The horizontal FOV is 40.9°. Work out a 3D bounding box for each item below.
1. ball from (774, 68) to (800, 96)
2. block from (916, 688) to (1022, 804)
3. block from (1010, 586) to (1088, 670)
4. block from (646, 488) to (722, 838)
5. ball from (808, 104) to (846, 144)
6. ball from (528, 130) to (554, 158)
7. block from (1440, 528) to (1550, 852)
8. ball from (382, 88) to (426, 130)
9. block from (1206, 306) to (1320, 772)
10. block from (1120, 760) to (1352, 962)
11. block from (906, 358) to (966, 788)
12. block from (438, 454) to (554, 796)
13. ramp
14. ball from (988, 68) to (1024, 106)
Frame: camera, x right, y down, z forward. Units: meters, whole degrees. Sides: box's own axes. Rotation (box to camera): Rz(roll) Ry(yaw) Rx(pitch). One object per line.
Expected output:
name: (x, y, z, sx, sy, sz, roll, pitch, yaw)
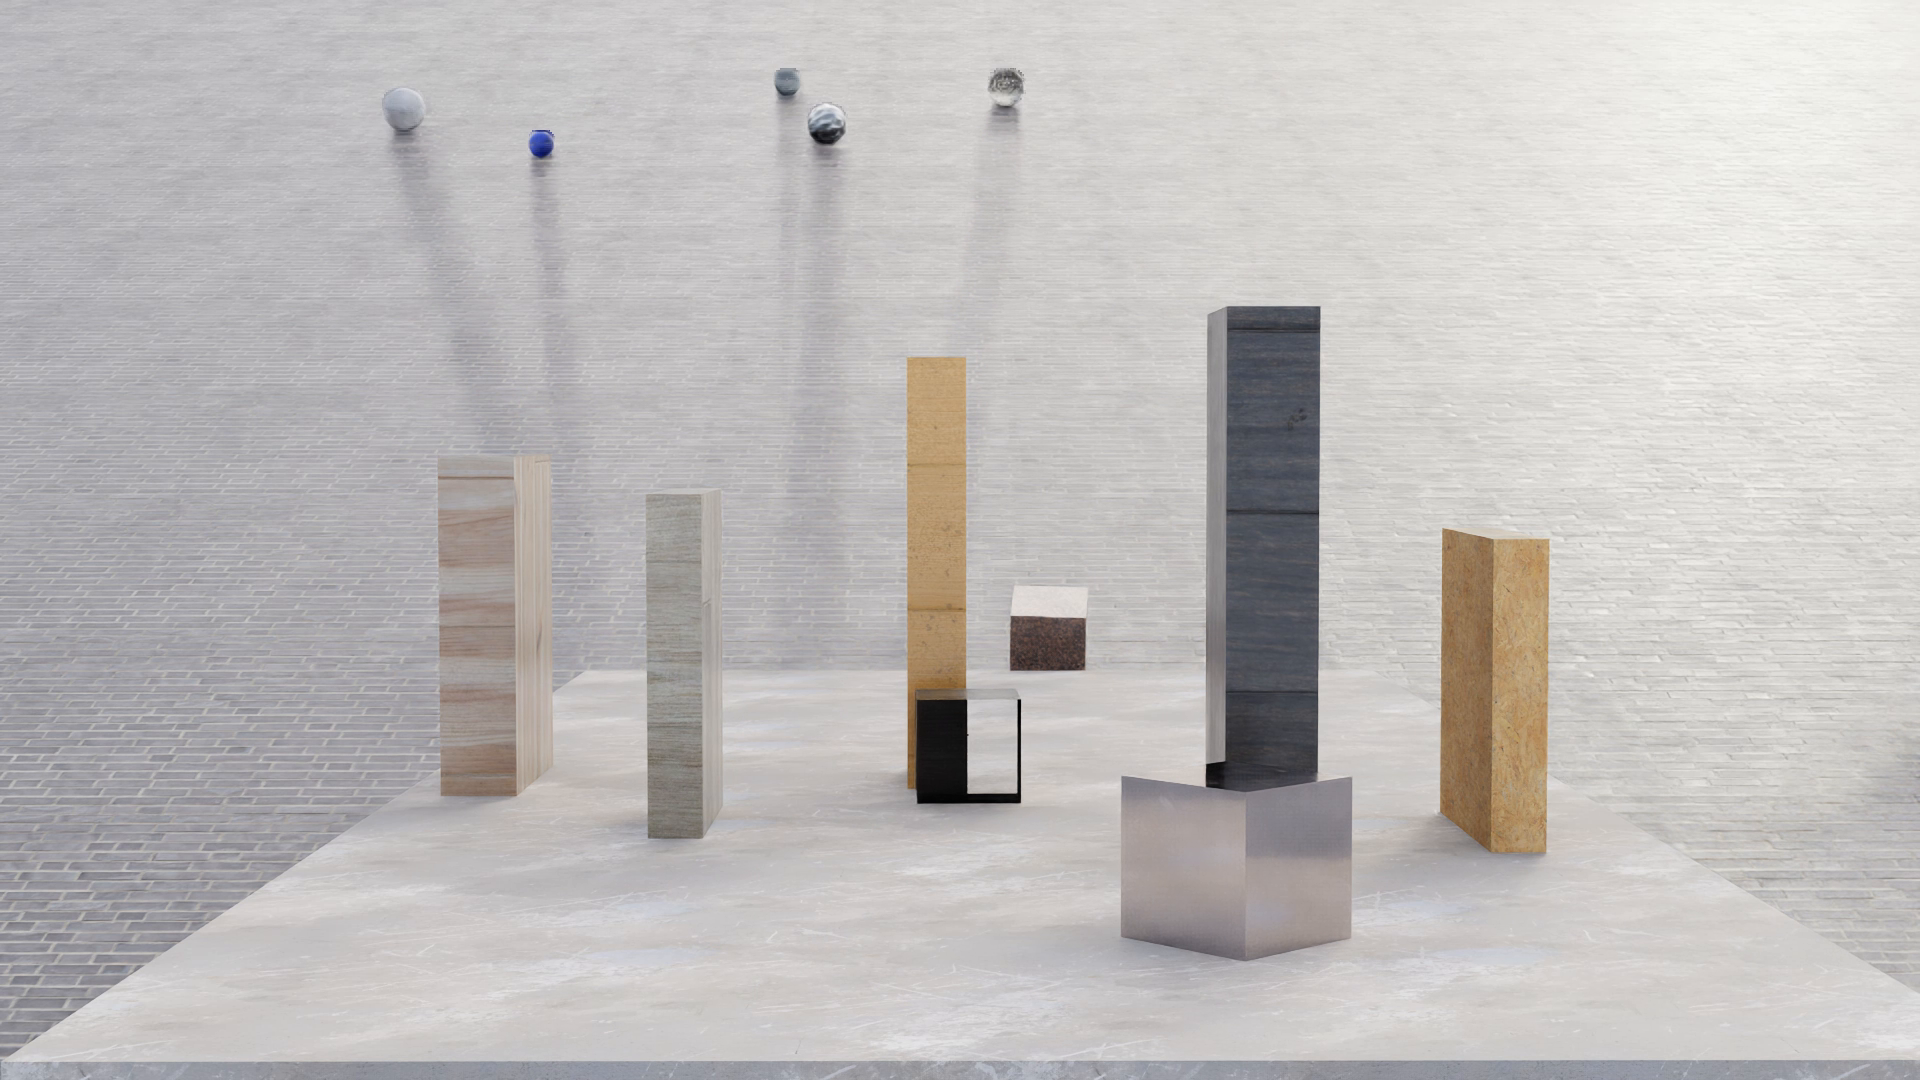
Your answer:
ball: (-0.866, -2.297, 12.917, 0.135, 0.135, 0.135, 0, 23, 0)
block: (0.012, 0.345, 4.332, 0.172, 0.172, 0.172, 0, 3, -2)
block: (0.233, 0.249, 6.723, 0.194, 0.194, 0.194, 2, 23, 4)
block: (-0.431, 0.184, 4.048, 0.084, 0.521, 0.334, 0, 3, 0)
ball: (-0.620, -1.938, 11.992, 0.183, 0.183, 0.183, 0, 23, 0)
ball: (-1.917, -1.812, 11.772, 0.119, 0.119, 0.119, 0, 23, 0)
block: (0.817, 0.219, 3.950, 0.081, 0.459, 0.397, 0, 3, 0)
ball: (-2.643, -2.047, 12.232, 0.201, 0.201, 0.201, 0, 23, 0)
block: (0.432, 0.066, 3.696, 0.129, 0.788, 0.282, 0, 3, 0)
block: (0.337, 0.386, 3.138, 0.199, 0.199, 0.199, -2, 4, -43)
block: (-0.040, 0.052, 4.527, 0.101, 0.740, 0.242, 0, 3, 0)
block: (-0.812, 0.138, 4.522, 0.128, 0.571, 0.393, 0, 3, 0)
ramp: (0.052, 0.472, 4.536, 2.000, 0.100, 4.000, 0, 3, 0)
ball: (0.227, -2.237, 12.714, 0.181, 0.181, 0.181, 0, 23, 0)
